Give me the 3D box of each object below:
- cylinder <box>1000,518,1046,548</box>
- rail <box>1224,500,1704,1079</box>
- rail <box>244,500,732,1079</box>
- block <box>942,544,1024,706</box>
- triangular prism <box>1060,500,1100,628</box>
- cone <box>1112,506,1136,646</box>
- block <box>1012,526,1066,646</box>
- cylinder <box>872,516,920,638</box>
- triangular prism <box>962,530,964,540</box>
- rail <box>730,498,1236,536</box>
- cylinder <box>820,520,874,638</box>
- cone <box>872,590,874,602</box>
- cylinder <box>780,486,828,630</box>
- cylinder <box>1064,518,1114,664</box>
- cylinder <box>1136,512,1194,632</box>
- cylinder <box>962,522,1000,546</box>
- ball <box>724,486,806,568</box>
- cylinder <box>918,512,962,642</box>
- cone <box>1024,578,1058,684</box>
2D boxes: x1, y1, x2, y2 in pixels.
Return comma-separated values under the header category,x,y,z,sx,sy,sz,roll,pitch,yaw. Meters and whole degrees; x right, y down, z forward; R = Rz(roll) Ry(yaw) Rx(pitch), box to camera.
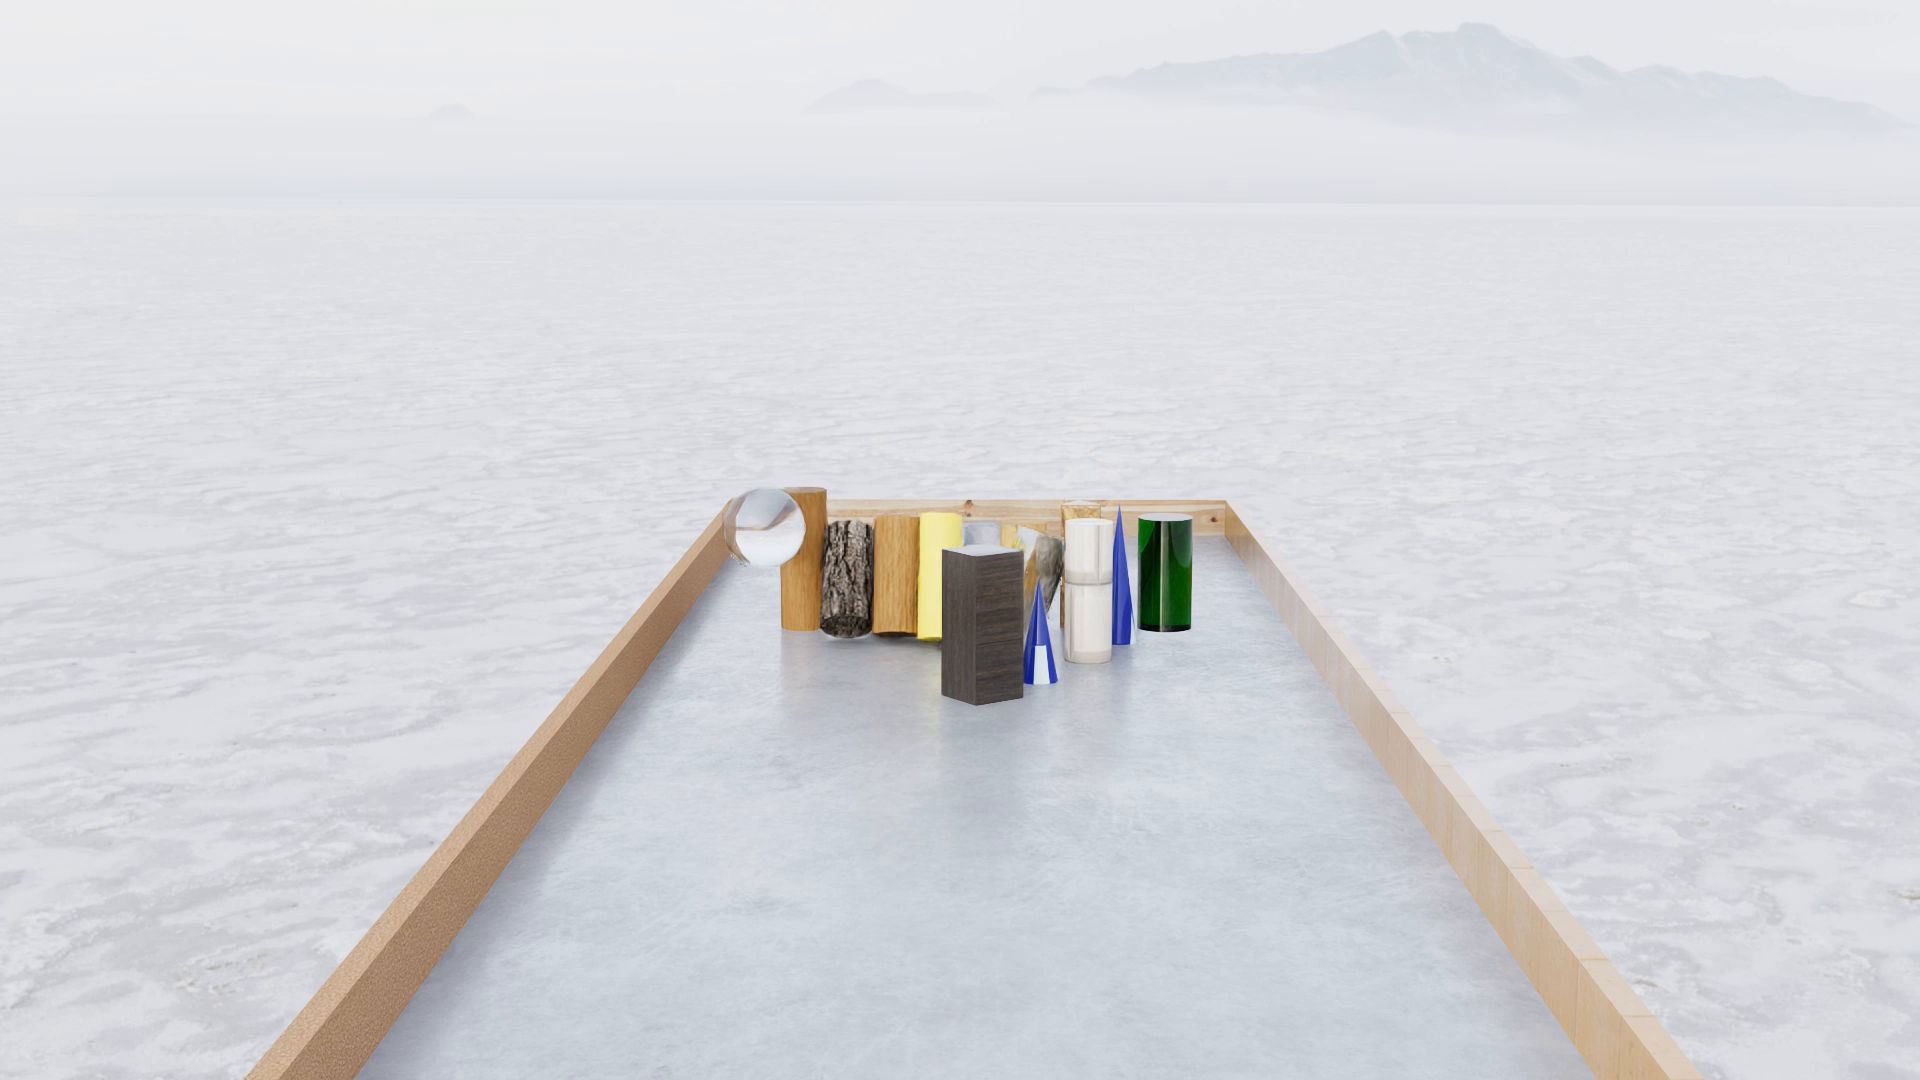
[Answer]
category,x,y,z,sx,sy,sz,roll,pitch,yaw
cylinder,0.200,0.135,6.915,0.144,0.389,0.144,0,9,0
rail,1.046,0.843,3.208,0.050,0.150,12.000,0,9,1
rail,-1.004,0.839,3.234,0.050,0.150,12.000,0,9,1
block,0.063,0.235,6.184,0.165,0.420,0.165,-6,11,-35
triangular prism,0.392,0.078,7.219,0.128,0.407,0.111,0,9,1
cone,0.501,0.101,6.944,0.118,0.447,0.118,0,9,0
block,0.202,0.158,6.761,0.127,0.370,0.127,20,0,-28
cylinder,-0.198,0.117,6.996,0.154,0.369,0.154,1,-9,0
triangular prism,-0.041,0.132,7.087,0.155,0.320,0.135,1,-4,24
rail,0.099,-0.098,9.147,2.100,0.150,0.050,0,9,1
cylinder,-0.360,0.125,7.040,0.164,0.342,0.164,0,-29,0
cone,-0.245,0.109,7.189,0.154,0.354,0.154,0,9,0
cylinder,-0.510,0.060,7.185,0.155,0.452,0.155,0,9,0
cylinder,0.390,0.155,6.674,0.145,0.425,0.145,0,9,0
cylinder,0.669,0.105,7.181,0.180,0.365,0.180,0,9,0
cylinder,0.081,0.116,7.185,0.176,0.331,0.176,2,6,0
ball,-0.618,-0.040,6.946,0.259,0.259,0.259,0,9,0
cylinder,-0.063,0.118,6.937,0.132,0.394,0.132,1,-8,0
cone,0.228,0.258,6.399,0.116,0.308,0.116,0,9,0
